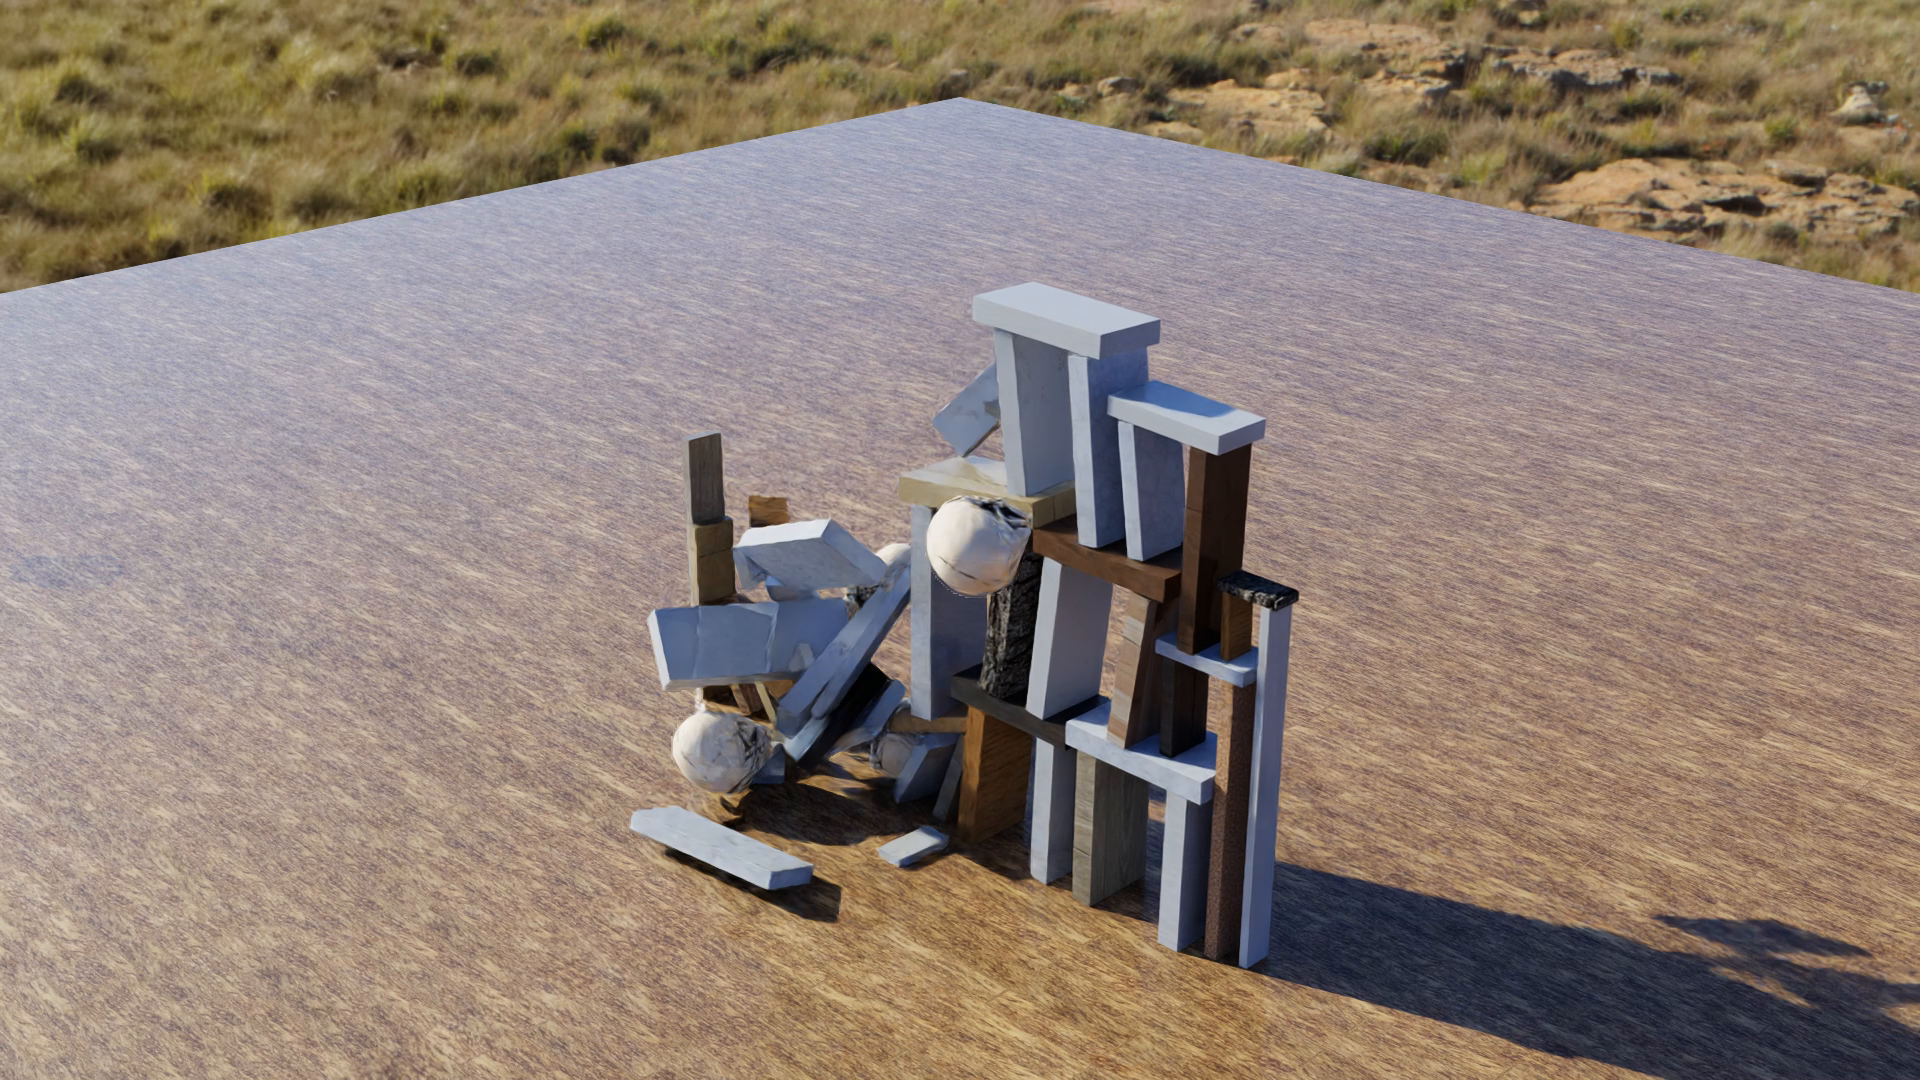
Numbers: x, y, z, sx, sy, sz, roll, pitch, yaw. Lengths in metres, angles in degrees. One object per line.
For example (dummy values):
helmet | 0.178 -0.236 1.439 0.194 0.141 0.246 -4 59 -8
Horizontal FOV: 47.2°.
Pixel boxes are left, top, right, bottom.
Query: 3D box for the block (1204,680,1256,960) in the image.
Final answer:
block | 0.489 0.486 3.900 0.097 0.559 0.028 -21 32 -41

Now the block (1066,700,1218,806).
block | 0.364 0.377 3.993 0.160 0.045 0.320 -21 31 -41

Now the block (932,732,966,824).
block | 0.024 0.458 4.391 0.115 0.230 0.033 -22 52 -41

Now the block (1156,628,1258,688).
block | 0.446 0.198 3.825 0.194 0.028 0.097 22 31 40

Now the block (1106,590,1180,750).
block | 0.350 0.210 3.927 0.155 0.311 0.044 -21 39 -40

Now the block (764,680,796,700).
block | -0.401 0.278 4.699 0.057 0.113 0.016 -33 1 16

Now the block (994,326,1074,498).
block | 0.140 -0.249 4.003 0.044 0.310 0.155 9 21 41

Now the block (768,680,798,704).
block | -0.350 0.351 4.743 0.063 0.127 0.018 -37 -5 -23

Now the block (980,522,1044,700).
block | 0.135 0.112 4.139 0.177 0.355 0.050 -20 37 -41

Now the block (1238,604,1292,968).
block | 0.531 0.432 3.832 0.063 0.712 0.018 -21 31 -41

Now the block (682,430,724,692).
block | -0.557 0.053 4.857 0.083 0.608 0.024 -17 29 -35

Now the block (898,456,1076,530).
block | 0.070 -0.093 4.130 0.177 0.050 0.355 -20 23 -41

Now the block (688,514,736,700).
block | -0.543 0.151 4.874 0.096 0.415 0.027 -17 28 -35

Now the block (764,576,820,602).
block | -0.353 0.139 4.826 0.096 0.193 0.027 0 58 15

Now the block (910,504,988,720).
block | -0.021 0.119 4.304 0.050 0.439 0.177 16 25 36

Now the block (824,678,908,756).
block | -0.204 0.366 4.512 0.125 0.035 0.250 -56 13 -28

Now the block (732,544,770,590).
block | -0.440 0.034 4.832 0.027 0.096 0.193 -8 14 21

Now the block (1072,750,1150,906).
block | 0.286 0.515 4.137 0.160 0.320 0.045 -21 32 -41

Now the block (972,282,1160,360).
block | 0.185 -0.389 3.878 0.155 0.044 0.310 -19 30 -41

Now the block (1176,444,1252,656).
block | 0.434 0.005 3.760 0.035 0.378 0.123 23 32 40

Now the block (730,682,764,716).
block | -0.476 0.282 4.865 0.028 0.194 0.097 -21 4 43

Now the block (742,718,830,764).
block | -0.368 0.424 4.653 0.190 0.016 0.057 22 -10 19

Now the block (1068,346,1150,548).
block | 0.269 -0.171 3.869 0.155 0.342 0.044 -20 24 -40

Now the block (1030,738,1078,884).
block | 0.208 0.493 4.206 0.152 0.304 0.043 -21 33 -40

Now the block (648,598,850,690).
block | -0.429 0.215 4.610 0.430 0.046 0.162 -3 64 -29

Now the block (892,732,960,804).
block | -0.052 0.451 4.433 0.115 0.230 0.033 -13 62 -27

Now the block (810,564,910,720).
block | -0.170 0.187 4.367 0.027 0.397 0.097 37 19 8

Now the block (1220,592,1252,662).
block | 0.475 0.139 3.769 0.063 0.125 0.018 -21 30 -41

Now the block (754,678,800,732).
block | -0.394 0.314 4.785 0.097 0.194 0.028 -24 3 -42

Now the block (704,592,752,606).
block | -0.465 0.183 4.800 0.097 0.028 0.194 -16 38 -35

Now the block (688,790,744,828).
block | -0.494 0.547 4.448 0.063 0.018 0.127 -14 27 -30

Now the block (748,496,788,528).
block | -0.419 -0.039 4.819 0.083 0.024 0.167 4 34 -12

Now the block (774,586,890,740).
block | -0.252 0.250 4.446 0.046 0.162 0.323 37 68 7

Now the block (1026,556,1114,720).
block | 0.207 0.160 4.066 0.155 0.328 0.044 -21 37 -40

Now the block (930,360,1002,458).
block | 0.046 -0.259 4.255 0.097 0.193 0.027 49 8 17

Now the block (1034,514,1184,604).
block | 0.296 0.023 3.909 0.155 0.044 0.310 -20 31 -40

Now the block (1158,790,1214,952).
block | 0.437 0.574 3.998 0.160 0.319 0.045 -21 32 -41

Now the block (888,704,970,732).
block | -0.023 0.349 4.385 0.230 0.033 0.115 -5 12 44

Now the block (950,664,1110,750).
block | 0.143 0.305 4.201 0.152 0.043 0.304 -21 31 -40

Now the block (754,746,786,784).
block | -0.400 0.474 4.622 0.063 0.018 0.127 -1 23 -3

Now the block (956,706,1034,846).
block | 0.073 0.441 4.329 0.043 0.304 0.152 28 35 37

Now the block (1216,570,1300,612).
block | 0.503 0.085 3.715 0.125 0.018 0.063 22 31 40

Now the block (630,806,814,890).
block | -0.464 0.594 4.264 0.368 0.035 0.125 17 9 35

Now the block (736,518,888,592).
block | -0.301 0.032 4.448 0.323 0.162 0.046 -6 50 54

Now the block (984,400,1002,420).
block | 0.098 -0.249 4.141 0.073 0.021 0.146 -11 12 -11

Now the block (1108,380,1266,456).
block | 0.382 -0.209 3.728 0.123 0.035 0.246 -21 33 -40

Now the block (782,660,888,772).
block | -0.256 0.352 4.516 0.250 0.035 0.125 -50 22 -3

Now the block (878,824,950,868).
block | -0.091 0.602 4.319 0.130 0.018 0.065 -20 30 -38

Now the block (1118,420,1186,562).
block | 0.337 -0.099 3.824 0.123 0.246 0.035 -21 23 -40

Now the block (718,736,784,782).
block | -0.440 0.458 4.613 0.065 0.018 0.130 11 36 45

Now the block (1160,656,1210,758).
block | 0.400 0.282 3.910 0.097 0.194 0.028 -21 31 -41
